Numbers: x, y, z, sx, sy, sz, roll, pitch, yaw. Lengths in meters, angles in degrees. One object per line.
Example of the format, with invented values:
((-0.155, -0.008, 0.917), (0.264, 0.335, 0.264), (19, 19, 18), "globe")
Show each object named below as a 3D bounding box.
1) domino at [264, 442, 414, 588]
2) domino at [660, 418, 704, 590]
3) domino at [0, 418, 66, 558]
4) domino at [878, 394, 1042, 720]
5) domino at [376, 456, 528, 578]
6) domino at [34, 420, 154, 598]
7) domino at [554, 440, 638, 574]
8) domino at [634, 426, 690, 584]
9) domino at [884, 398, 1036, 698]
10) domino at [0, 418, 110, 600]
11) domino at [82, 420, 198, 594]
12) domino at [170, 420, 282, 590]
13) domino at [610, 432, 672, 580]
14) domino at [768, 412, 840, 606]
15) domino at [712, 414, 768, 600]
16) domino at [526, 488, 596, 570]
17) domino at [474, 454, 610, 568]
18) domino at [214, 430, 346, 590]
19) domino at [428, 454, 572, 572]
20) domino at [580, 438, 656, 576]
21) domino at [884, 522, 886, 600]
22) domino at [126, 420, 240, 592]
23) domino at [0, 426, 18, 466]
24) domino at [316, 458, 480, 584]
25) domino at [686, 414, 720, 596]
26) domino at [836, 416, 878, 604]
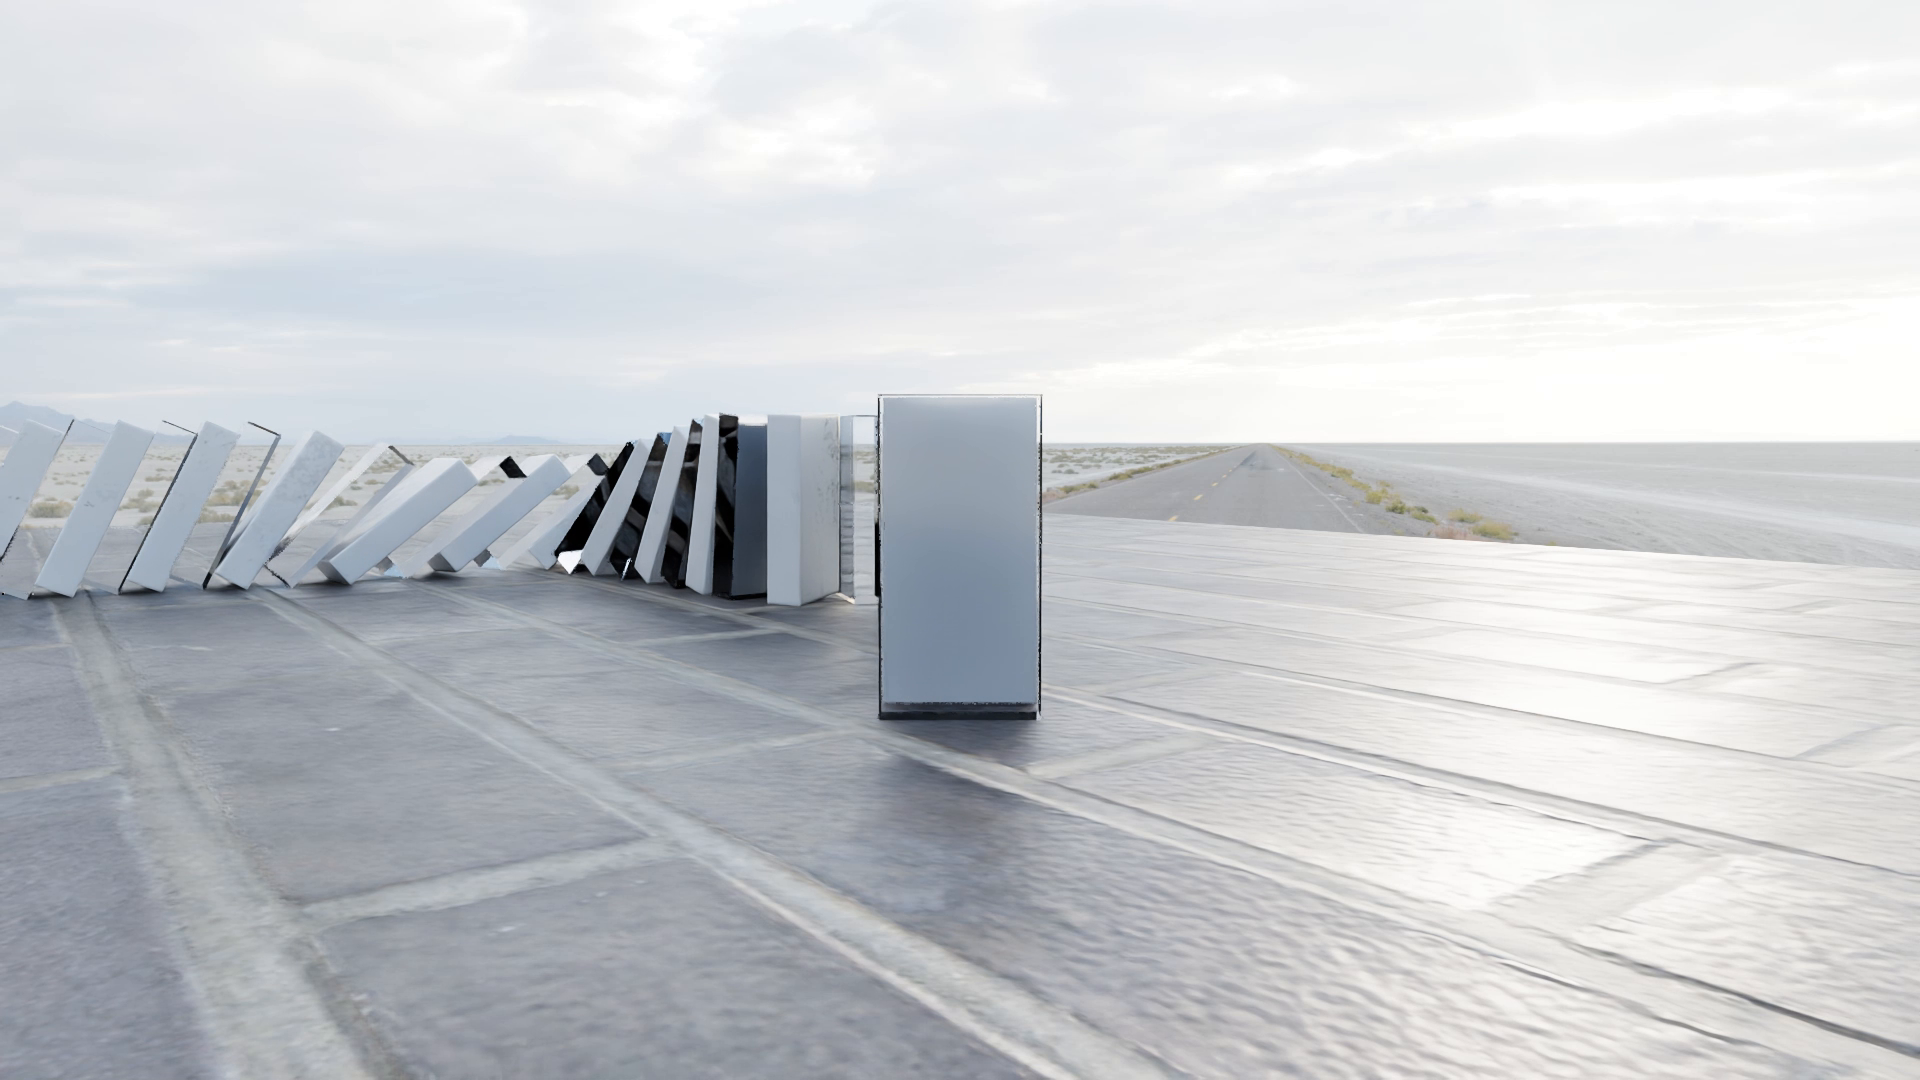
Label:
((-0.191, -0.008, 0.393), (0.010, 0.050, 0.025), (48, -19, -27), "domino")
((-0.071, -0.011, 0.379), (0.025, 0.050, 0.010), (-4, 29, -43), "domino")
((-0.265, -0.009, 0.356), (0.010, 0.050, 0.025), (27, -11, -32), "domino")
((0.000, 0.002, 0.201), (0.025, 0.050, 0.010), (0, 4, 0), "domino")
((-0.168, -0.008, 0.419), (0.025, 0.010, 0.050), (2, 42, 50), "domino")
((-0.247, -0.010, 0.367), (0.010, 0.050, 0.025), (27, -11, -32), "domino")
((-0.111, -0.011, 0.425), (0.009, 0.050, 0.025), (46, 22, 17), "domino")
((-0.080, -0.011, 0.390), (0.025, 0.050, 0.010), (-4, 36, -43), "domino")
((0.000, 0.001, 0.218), (0.025, 0.050, 0.010), (0, 4, 0), "domino")
((-0.256, -0.009, 0.362), (0.010, 0.050, 0.025), (27, -11, -32), "domino")
((-0.239, -0.010, 0.374), (0.010, 0.050, 0.025), (27, -11, -32), "domino")
((-0.221, -0.011, 0.385), (0.010, 0.050, 0.025), (28, -11, -32), "domino")
((-0.089, -0.011, 0.401), (0.025, 0.050, 0.010), (-4, 42, -45), "domino")
((-0.042, -0.009, 0.346), (0.010, 0.050, 0.025), (3, 8, 18), "domino")
((-0.055, -0.010, 0.357), (0.025, 0.050, 0.010), (-4, 12, -43), "domino")
((-0.125, -0.011, 0.442), (0.050, 0.010, 0.025), (-43, 10, -6), "domino")
((-0.146, -0.010, 0.443), (0.025, 0.010, 0.050), (1, 41, 52), "domino")
((-0.207, -0.010, 0.388), (0.009, 0.050, 0.025), (37, -16, -30), "domino")
((-0.156, -0.009, 0.431), (0.025, 0.009, 0.050), (1, 41, 51), "domino")
((-0.100, -0.011, 0.413), (0.025, 0.050, 0.010), (-5, 47, -51), "domino")
((-0.010, -0.009, 0.355), (0.010, 0.050, 0.025), (3, 5, 34), "domino")
((-0.230, -0.011, 0.380), (0.010, 0.050, 0.025), (27, -11, -32), "domino")
((-0.274, -0.008, 0.351), (0.009, 0.050, 0.025), (27, -11, -32), "domino")
((-0.179, -0.007, 0.406), (0.025, 0.010, 0.050), (5, 44, 49), "domino")
((-0.063, -0.010, 0.367), (0.025, 0.050, 0.010), (-4, 19, -43), "domino")
((-0.027, -0.009, 0.352), (0.010, 0.050, 0.025), (-1, 4, -17), "domino")
